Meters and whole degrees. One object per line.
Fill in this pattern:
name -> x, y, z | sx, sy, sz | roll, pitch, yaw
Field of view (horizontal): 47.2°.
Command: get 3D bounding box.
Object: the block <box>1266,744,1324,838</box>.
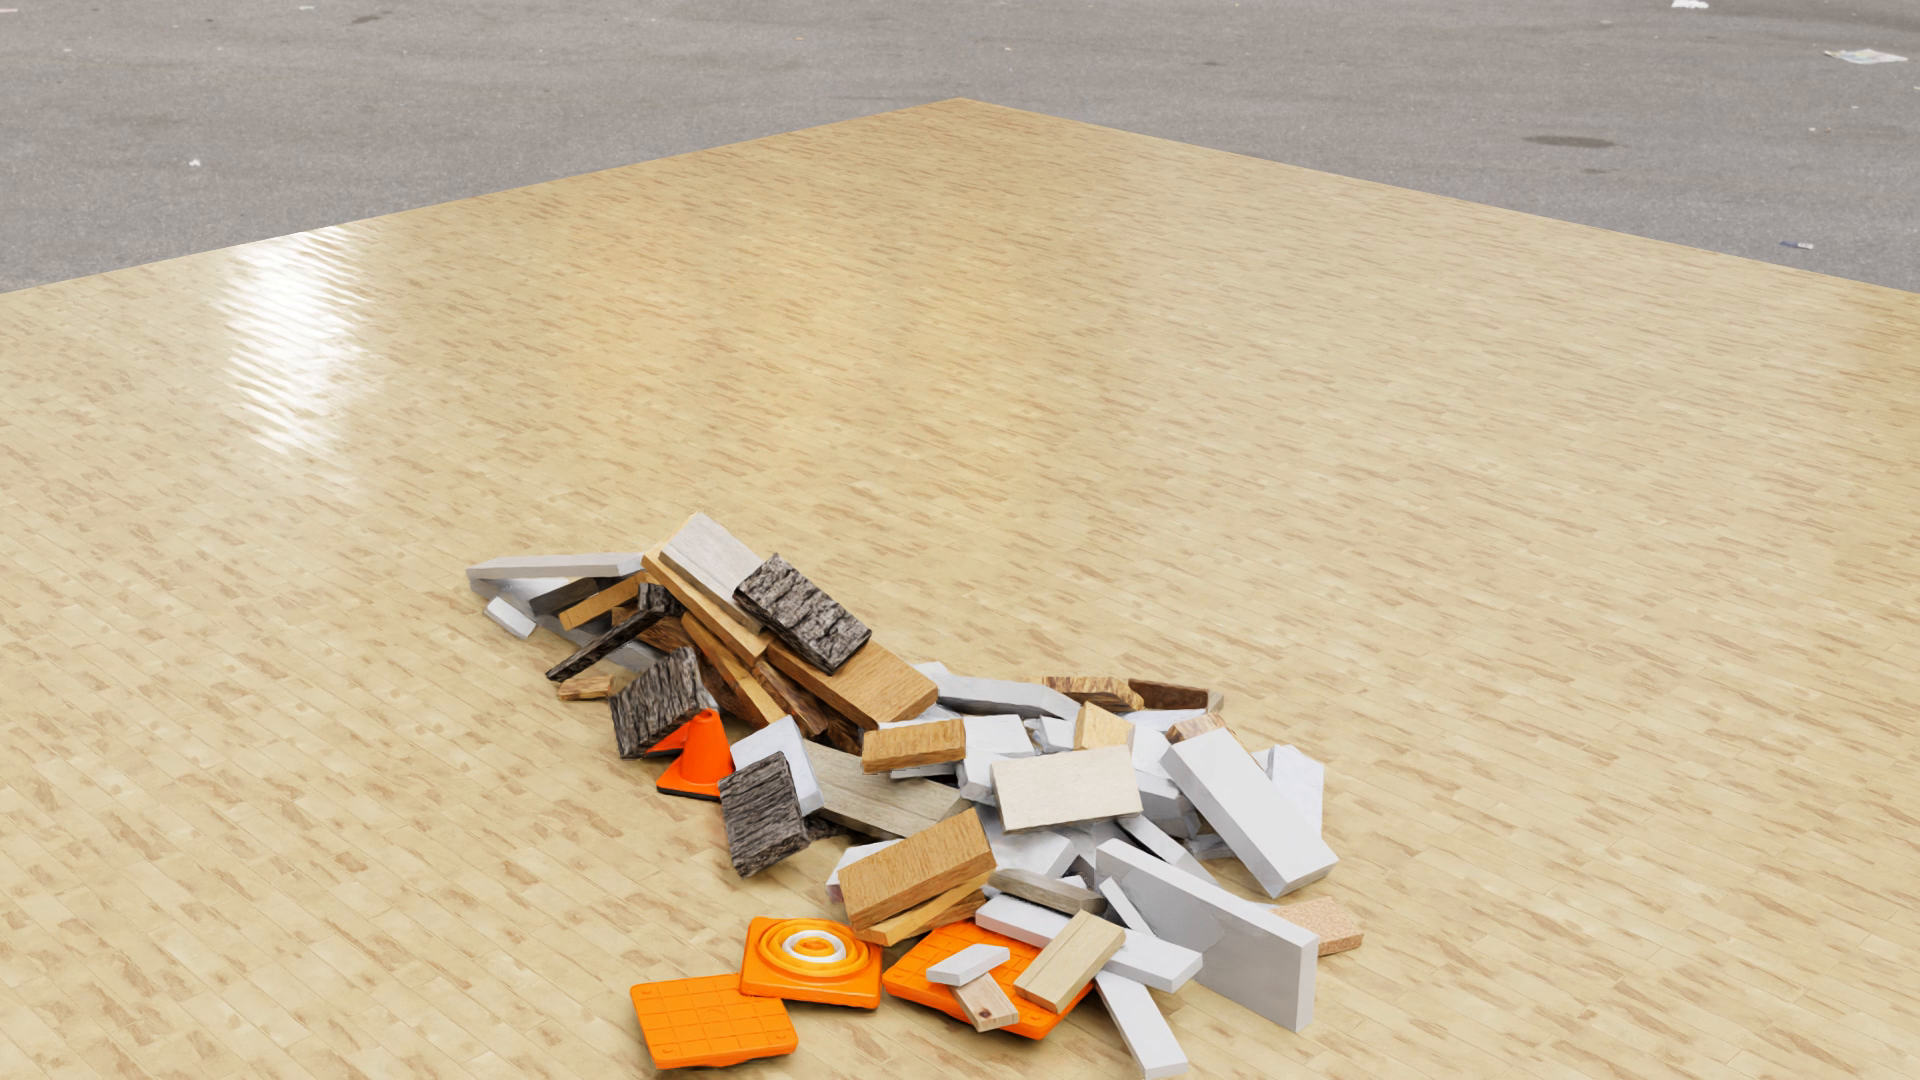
block -> 0.667, 0.512, 4.394 | 0.111, 0.031, 0.222 | 24, 37, -7

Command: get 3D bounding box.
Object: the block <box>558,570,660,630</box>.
block -> -0.771, 0.124, 5.077 | 0.306, 0.043, 0.153 | -25, -2, 37

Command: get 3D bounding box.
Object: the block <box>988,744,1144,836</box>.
block -> 0.200, 0.473, 4.165 | 0.269, 0.038, 0.135 | -6, 66, -14

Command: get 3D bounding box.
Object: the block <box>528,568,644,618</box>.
block -> -0.868, 0.108, 5.154 | 0.153, 0.043, 0.306 | -22, 2, -41

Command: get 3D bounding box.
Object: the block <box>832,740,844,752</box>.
block -> -0.196, 0.445, 4.647 | 0.141, 0.020, 0.071 | 32, 38, 32

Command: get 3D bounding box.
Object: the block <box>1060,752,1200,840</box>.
block -> 0.329, 0.507, 4.360 | 0.281, 0.140, 0.040 | 11, 54, 33

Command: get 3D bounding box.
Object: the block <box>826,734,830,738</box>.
block -> -0.286, 0.395, 4.718 | 0.107, 0.015, 0.054 | 21, 31, 38

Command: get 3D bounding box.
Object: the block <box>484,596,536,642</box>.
block -> -1.065, 0.186, 5.207 | 0.116, 0.016, 0.058 | 37, 33, -7

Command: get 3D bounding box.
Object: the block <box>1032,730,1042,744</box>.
block -> 0.213, 0.411, 4.518 | 0.112, 0.016, 0.056 | 6, 12, -23

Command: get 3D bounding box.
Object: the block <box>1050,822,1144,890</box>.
block -> 0.229, 0.569, 4.268 | 0.140, 0.040, 0.281 | -7, 34, -39

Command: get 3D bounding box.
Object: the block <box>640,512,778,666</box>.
block -> -0.501, 0.102, 4.661 | 0.326, 0.046, 0.163 | 42, 57, 9

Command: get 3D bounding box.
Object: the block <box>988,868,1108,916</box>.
block -> 0.159, 0.636, 3.983 | 0.198, 0.028, 0.099 | 13, 4, 37

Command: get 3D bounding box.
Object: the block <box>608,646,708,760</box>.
block -> -0.627, 0.339, 4.552 | 0.038, 0.134, 0.268 | 7, -31, -43

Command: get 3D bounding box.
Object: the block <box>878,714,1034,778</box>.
block -> -0.009, 0.407, 4.357 | 0.285, 0.040, 0.143 | -3, 27, -12

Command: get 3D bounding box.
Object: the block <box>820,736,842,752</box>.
block -> -0.245, 0.435, 4.687 | 0.054, 0.015, 0.107 | -21, 41, -40

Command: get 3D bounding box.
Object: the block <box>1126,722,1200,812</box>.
block -> 0.456, 0.472, 4.421 | 0.260, 0.037, 0.130 | 24, 38, -9

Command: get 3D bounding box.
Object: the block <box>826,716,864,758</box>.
block -> -0.149, 0.443, 4.571 | 0.122, 0.035, 0.245 | -22, 50, -42

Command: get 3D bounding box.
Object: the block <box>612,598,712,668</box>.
block -> -0.627, 0.197, 4.960 | 0.310, 0.044, 0.155 | 22, 31, 39

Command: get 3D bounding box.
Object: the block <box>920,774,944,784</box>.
block -> -0.041, 0.493, 4.475 | 0.245, 0.035, 0.122 | 35, 39, 30

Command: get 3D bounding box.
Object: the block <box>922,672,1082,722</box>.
block -> 0.078, 0.340, 4.707 | 0.333, 0.047, 0.166 | 3, -17, 35

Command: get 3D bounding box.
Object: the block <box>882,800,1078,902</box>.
block -> 0.032, 0.594, 4.203 | 0.348, 0.049, 0.174 | 19, 57, 37

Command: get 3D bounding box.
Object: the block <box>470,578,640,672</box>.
block -> -0.927, 0.174, 5.296 | 0.659, 0.043, 0.153 | 21, 31, 40

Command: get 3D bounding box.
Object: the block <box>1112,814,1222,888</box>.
block -> 0.375, 0.582, 4.217 | 0.040, 0.140, 0.281 | -47, 36, -6

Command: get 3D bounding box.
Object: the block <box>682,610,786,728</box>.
block -> -0.433, 0.252, 4.704 | 0.163, 0.046, 0.326 | -31, 73, -30

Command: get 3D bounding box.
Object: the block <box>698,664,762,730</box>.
block -> -0.481, 0.315, 4.853 | 0.310, 0.044, 0.155 | 26, 34, 31

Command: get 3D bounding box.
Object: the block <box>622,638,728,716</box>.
block -> -0.601, 0.288, 4.968 | 0.310, 0.044, 0.155 | 27, 34, 32

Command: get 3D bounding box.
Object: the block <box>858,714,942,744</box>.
block -> -0.080, 0.403, 4.501 | 0.245, 0.035, 0.122 | 11, 25, 43

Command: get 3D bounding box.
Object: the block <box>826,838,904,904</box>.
block -> -0.098, 0.599, 4.063 | 0.276, 0.039, 0.138 | -13, 18, 20

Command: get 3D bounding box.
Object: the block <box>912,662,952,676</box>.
block -> -0.121, 0.322, 4.967 | 0.197, 0.028, 0.099 | -9, 24, -19

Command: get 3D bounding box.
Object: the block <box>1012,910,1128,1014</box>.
block -> 0.189, 0.722, 3.771 | 0.096, 0.027, 0.193 | 17, 47, 40

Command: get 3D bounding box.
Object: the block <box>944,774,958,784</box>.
block -> 0.057, 0.491, 4.404 | 0.095, 0.027, 0.191 | -18, 44, -39

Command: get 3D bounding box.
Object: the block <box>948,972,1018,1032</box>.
block -> 0.039, 0.780, 3.725 | 0.072, 0.021, 0.145 | -9, 22, -19

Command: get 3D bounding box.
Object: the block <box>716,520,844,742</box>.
block -> -0.417, 0.192, 4.690 | 0.163, 0.046, 0.518 | -35, 75, -32

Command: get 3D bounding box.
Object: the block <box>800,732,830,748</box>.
block -> -0.299, 0.417, 4.736 | 0.054, 0.015, 0.107 | -21, 40, -40

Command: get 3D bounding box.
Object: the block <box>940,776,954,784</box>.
block -> 0.054, 0.529, 4.396 | 0.095, 0.027, 0.191 | -17, 43, -38

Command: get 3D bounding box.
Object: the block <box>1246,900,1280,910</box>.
block -> 0.552, 0.688, 4.101 | 0.098, 0.014, 0.049 | 6, 4, 15

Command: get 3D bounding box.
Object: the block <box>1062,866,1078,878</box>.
block -> 0.173, 0.590, 4.286 | 0.095, 0.027, 0.191 | -20, 42, -39
